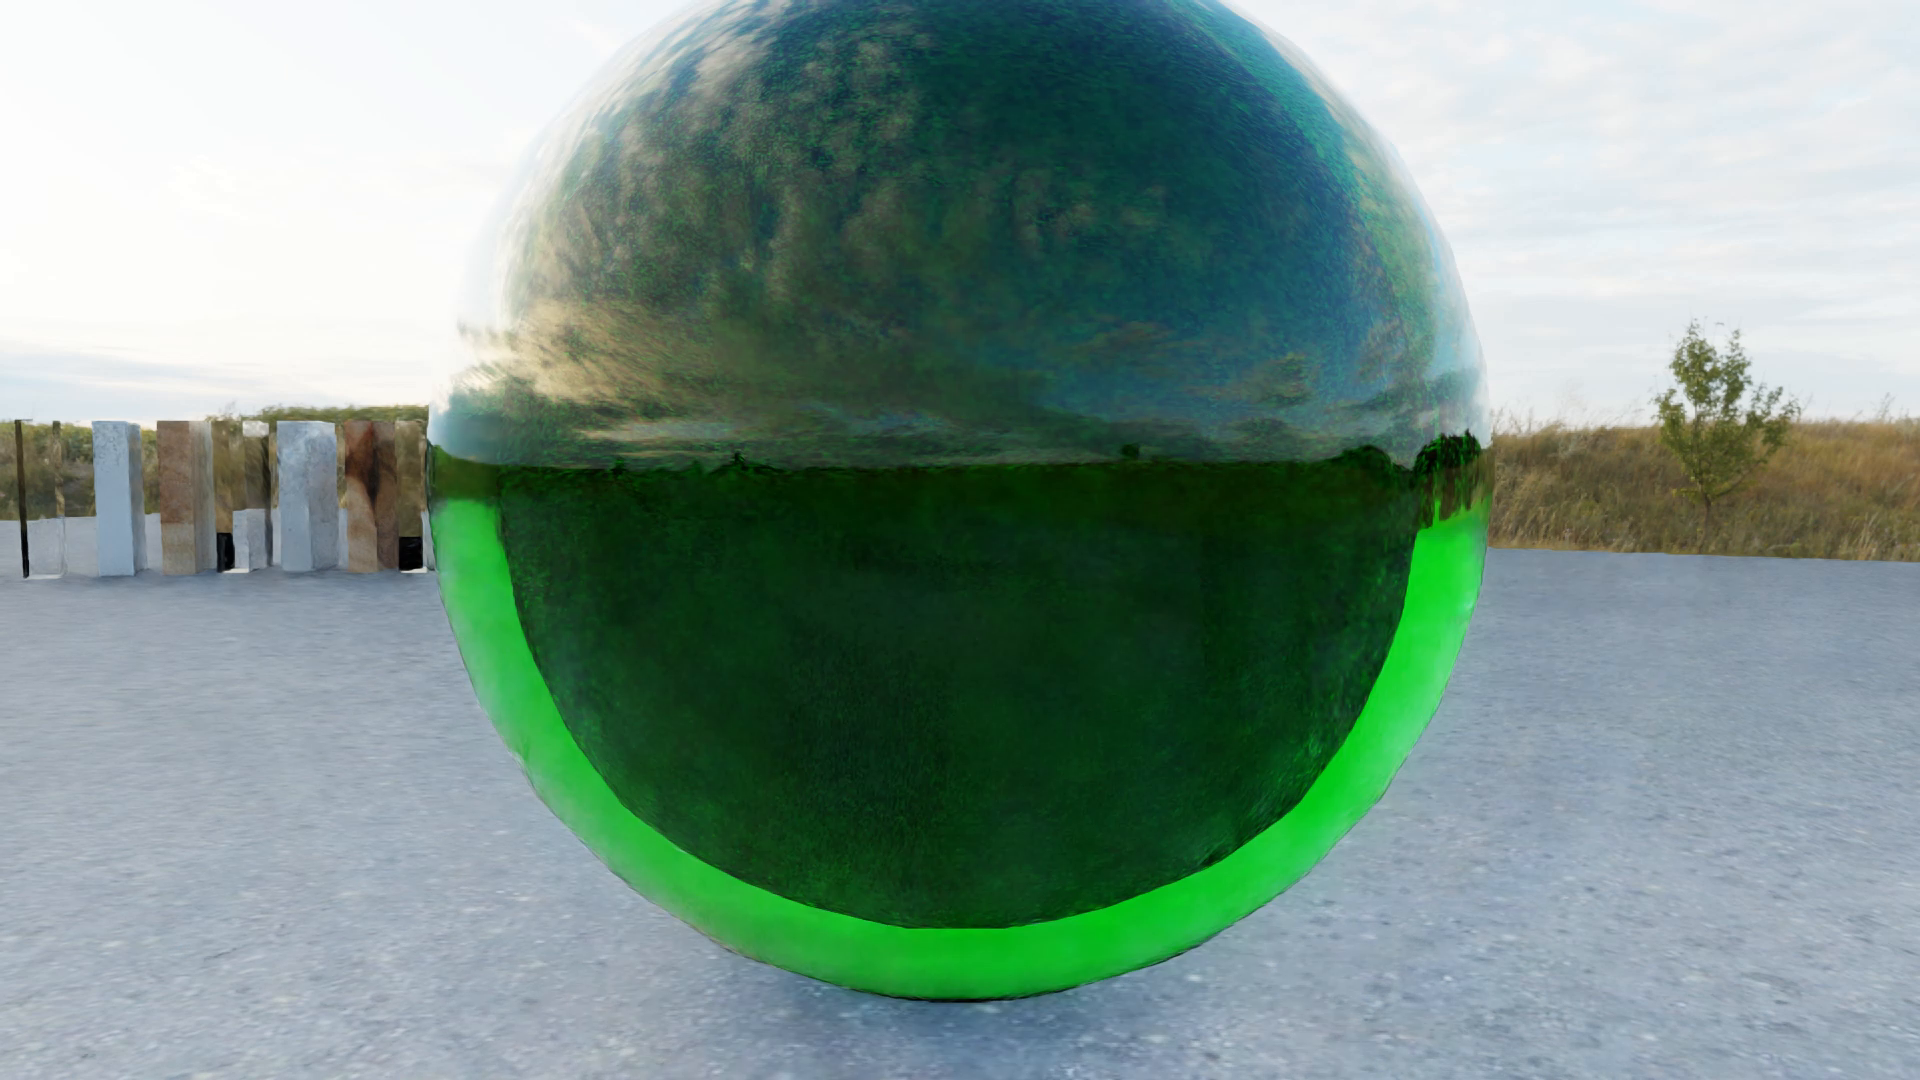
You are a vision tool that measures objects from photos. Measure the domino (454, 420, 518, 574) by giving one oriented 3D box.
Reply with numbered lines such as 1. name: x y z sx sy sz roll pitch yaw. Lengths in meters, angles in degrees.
1. domino: -0.158 -0.015 0.433 0.010 0.050 0.025 1 4 12

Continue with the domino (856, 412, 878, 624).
1. domino: -0.012 -0.006 0.309 0.025 0.050 0.009 -2 5 -21

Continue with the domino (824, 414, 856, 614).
1. domino: -0.021 -0.007 0.330 0.025 0.050 0.009 -2 5 -28

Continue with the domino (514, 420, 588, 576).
1. domino: -0.136 -0.014 0.427 0.010 0.050 0.025 1 5 19

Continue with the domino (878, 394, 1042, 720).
1. domino: 0.000 0.002 0.201 0.025 0.050 0.010 0 4 0

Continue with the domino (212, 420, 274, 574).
1. domino: -0.242 -0.015 0.433 0.009 0.050 0.025 -1 4 -11

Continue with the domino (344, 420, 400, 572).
1. domino: -0.198 -0.015 0.438 0.010 0.050 0.025 0 4 1

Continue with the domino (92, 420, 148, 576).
1. domino: -0.277 -0.014 0.423 0.010 0.050 0.025 -2 5 -24

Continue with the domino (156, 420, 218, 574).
1. domino: -0.259 -0.015 0.429 0.009 0.050 0.025 -1 4 -16

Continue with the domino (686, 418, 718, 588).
1. domino: -0.070 -0.012 0.390 0.009 0.050 0.025 4 6 40

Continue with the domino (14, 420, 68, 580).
1. domino: -0.296 -0.013 0.413 0.010 0.050 0.025 -3 5 -30

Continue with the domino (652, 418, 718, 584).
1. domino: -0.083 -0.012 0.400 0.010 0.050 0.025 3 5 35

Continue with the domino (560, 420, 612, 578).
1. domino: -0.118 -0.014 0.420 0.009 0.050 0.025 2 5 24

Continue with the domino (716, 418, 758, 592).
1. domino: -0.058 -0.011 0.379 0.009 0.050 0.025 4 6 44

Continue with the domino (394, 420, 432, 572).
1. domino: -0.180 -0.015 0.436 0.010 0.050 0.025 0 4 6

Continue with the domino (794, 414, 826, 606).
1. domino: -0.031 -0.008 0.346 0.025 0.050 0.009 -3 5 -33

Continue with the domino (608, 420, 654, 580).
1. domino: -0.099 -0.013 0.410 0.009 0.050 0.025 2 5 30

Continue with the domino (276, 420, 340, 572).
1. domino: -0.221 -0.015 0.437 0.009 0.050 0.025 0 4 -6

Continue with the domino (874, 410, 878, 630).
1. domino: -0.006 -0.005 0.294 0.025 0.050 0.009 -1 4 -17

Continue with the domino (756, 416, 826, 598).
1. domino: -0.044 -0.010 0.364 0.025 0.050 0.009 -4 6 -40

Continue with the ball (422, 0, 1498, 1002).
1. ball: 0.000 -0.005 0.103 0.080 0.080 0.080 0 4 0
